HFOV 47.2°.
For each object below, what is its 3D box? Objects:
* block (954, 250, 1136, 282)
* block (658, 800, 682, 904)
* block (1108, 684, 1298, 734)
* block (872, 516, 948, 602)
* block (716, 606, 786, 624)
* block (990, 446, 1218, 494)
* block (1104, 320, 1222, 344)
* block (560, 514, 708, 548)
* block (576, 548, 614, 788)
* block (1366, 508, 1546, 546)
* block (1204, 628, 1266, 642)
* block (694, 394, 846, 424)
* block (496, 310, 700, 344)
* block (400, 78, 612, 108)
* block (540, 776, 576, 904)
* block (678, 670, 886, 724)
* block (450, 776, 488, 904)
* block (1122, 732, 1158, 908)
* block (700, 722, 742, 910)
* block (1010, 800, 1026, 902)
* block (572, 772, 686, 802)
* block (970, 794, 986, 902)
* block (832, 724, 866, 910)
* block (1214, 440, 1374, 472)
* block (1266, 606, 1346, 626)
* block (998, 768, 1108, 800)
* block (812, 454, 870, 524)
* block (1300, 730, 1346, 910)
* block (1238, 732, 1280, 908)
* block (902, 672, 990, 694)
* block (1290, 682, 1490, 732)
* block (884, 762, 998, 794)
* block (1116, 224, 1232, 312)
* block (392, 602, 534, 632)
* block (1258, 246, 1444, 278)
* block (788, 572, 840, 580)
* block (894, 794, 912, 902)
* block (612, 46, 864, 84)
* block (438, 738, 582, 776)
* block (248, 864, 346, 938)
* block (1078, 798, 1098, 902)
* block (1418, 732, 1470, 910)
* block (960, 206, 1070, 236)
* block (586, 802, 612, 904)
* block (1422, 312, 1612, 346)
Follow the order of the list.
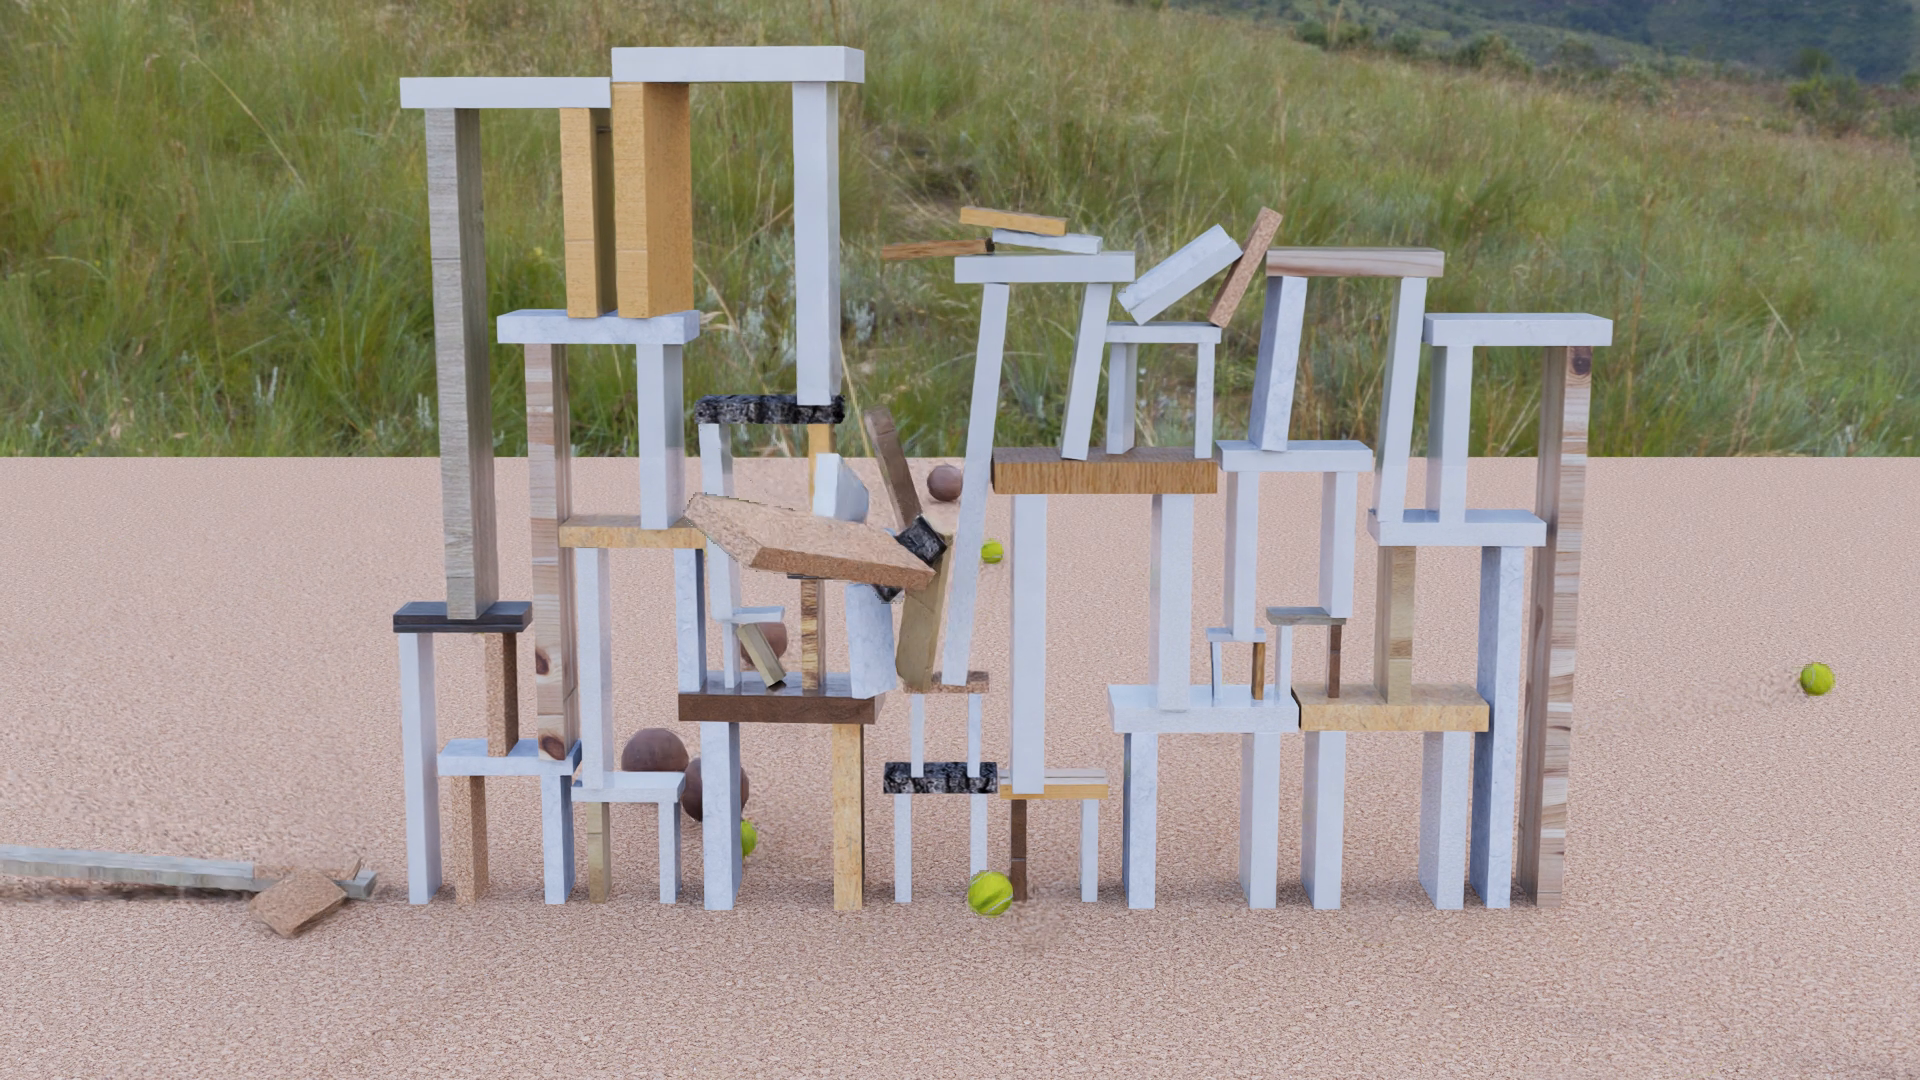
[{"bbox_3d":[0.137,-0.432,3.470,0.279,0.040,0.140,0,11,6],"label":"block"},{"bbox_3d":[-0.481,0.505,3.649,0.025,0.174,0.087,1,11,0],"label":"block"},{"bbox_3d":[0.396,0.277,3.615,0.297,0.042,0.149,0,11,-1],"label":"block"},{"bbox_3d":[-0.085,0.029,3.348,0.063,0.126,0.018,51,10,22],"label":"block"},{"bbox_3d":[-0.340,0.121,3.571,0.106,0.015,0.053,-2,10,4],"label":"block"},{"bbox_3d":[0.227,-0.113,3.537,0.351,0.050,0.175,0,11,-1],"label":"block"},{"bbox_3d":[0.322,-0.332,3.507,0.183,0.026,0.091,1,11,2],"label":"block"},{"bbox_3d":[-0.519,-0.014,3.557,0.235,0.033,0.117,1,11,2],"label":"block"},{"bbox_3d":[-0.596,0.198,3.599,0.033,0.399,0.117,0,11,0],"label":"block"},{"bbox_3d":[0.798,-0.021,3.546,0.261,0.037,0.131,0,11,1],"label":"block"},{"bbox_3d":[0.450,0.155,3.594,0.095,0.014,0.048,0,11,0],"label":"block"},{"bbox_3d":[-0.302,-0.209,3.509,0.229,0.032,0.114,0,10,1],"label":"block"},{"bbox_3d":[-0.572,-0.340,3.499,0.293,0.042,0.147,1,10,3],"label":"block"},{"bbox_3d":[-0.692,-0.696,3.427,0.319,0.045,0.160,0,10,1],"label":"block"},{"bbox_3d":[-0.667,0.481,3.654,0.031,0.220,0.110,0,11,0],"label":"block"},{"bbox_3d":[-0.288,0.257,3.600,0.318,0.045,0.159,1,10,4],"label":"block"},{"bbox_3d":[-0.814,0.481,3.654,0.031,0.220,0.110,0,11,0],"label":"block"},{"bbox_3d":[0.297,0.444,3.644,0.042,0.297,0.148,0,11,0],"label":"block"},{"bbox_3d":[-0.394,0.434,3.642,0.045,0.318,0.159,0,10,0],"label":"block"},{"bbox_3d":[0.096,0.502,3.658,0.025,0.176,0.088,0,11,-1],"label":"block"},{"bbox_3d":[-0.546,0.408,3.630,0.174,0.025,0.087,0,11,2],"label":"block"},{"bbox_3d":[0.031,0.498,3.656,0.026,0.186,0.093,0,11,0],"label":"block"},{"bbox_3d":[-0.184,0.433,3.642,0.045,0.318,0.159,0,10,0],"label":"block"},{"bbox_3d":[0.535,-0.136,3.542,0.238,0.034,0.119,0,11,-1],"label":"block"},{"bbox_3d":[0.564,0.124,3.586,0.121,0.017,0.061,0,11,-2],"label":"block"},{"bbox_3d":[0.153,0.404,3.638,0.176,0.025,0.088,0,11,-1],"label":"block"},{"bbox_3d":[-0.184,-0.047,3.413,0.033,0.117,0.233,2,-13,10],"label":"block"},{"bbox_3d":[0.600,0.442,3.641,0.043,0.301,0.150,0,11,0],"label":"block"},{"bbox_3d":[0.496,0.443,3.645,0.042,0.297,0.149,0,11,0],"label":"block"},{"bbox_3d":[-0.022,0.233,3.601,0.140,0.020,0.070,0,11,0],"label":"block"},{"bbox_3d":[0.701,0.273,3.612,0.301,0.043,0.150,0,11,1],"label":"block"},{"bbox_3d":[-0.032,0.393,3.636,0.186,0.026,0.093,0,11,0],"label":"block"},{"bbox_3d":[0.338,-0.432,3.492,0.196,0.028,0.098,-34,7,8],"label":"block"},{"bbox_3d":[-0.807,0.125,3.583,0.207,0.029,0.103,0,11,0],"label":"block"},{"bbox_3d":[0.616,-0.441,3.481,0.274,0.039,0.137,1,11,3],"label":"block"},{"bbox_3d":[-0.182,0.043,3.562,0.181,0.026,0.090,1,11,8],"label":"block"},{"bbox_3d":[-0.094,0.498,3.656,0.026,0.186,0.093,0,11,0],"label":"block"},{"bbox_3d":[-0.340,-0.735,3.407,0.358,0.051,0.179,1,11,7],"label":"block"},{"bbox_3d":[-0.740,0.358,3.630,0.220,0.031,0.110,0,11,-1],"label":"block"},{"bbox_3d":[-1.066,0.581,3.542,0.081,0.023,0.163,36,17,6],"label":"block"},{"bbox_3d":[0.214,0.502,3.657,0.025,0.176,0.088,0,11,0],"label":"block"},{"bbox_3d":[0.800,0.442,3.641,0.043,0.301,0.150,0,11,0],"label":"block"},{"bbox_3d":[0.087,-0.503,3.460,0.165,0.023,0.082,8,12,6],"label":"block"},{"bbox_3d":[-0.598,0.506,3.647,0.025,0.174,0.087,0,11,-1],"label":"block"},{"bbox_3d":[0.877,-0.336,3.499,0.280,0.040,0.140,0,11,-1],"label":"block"}]
